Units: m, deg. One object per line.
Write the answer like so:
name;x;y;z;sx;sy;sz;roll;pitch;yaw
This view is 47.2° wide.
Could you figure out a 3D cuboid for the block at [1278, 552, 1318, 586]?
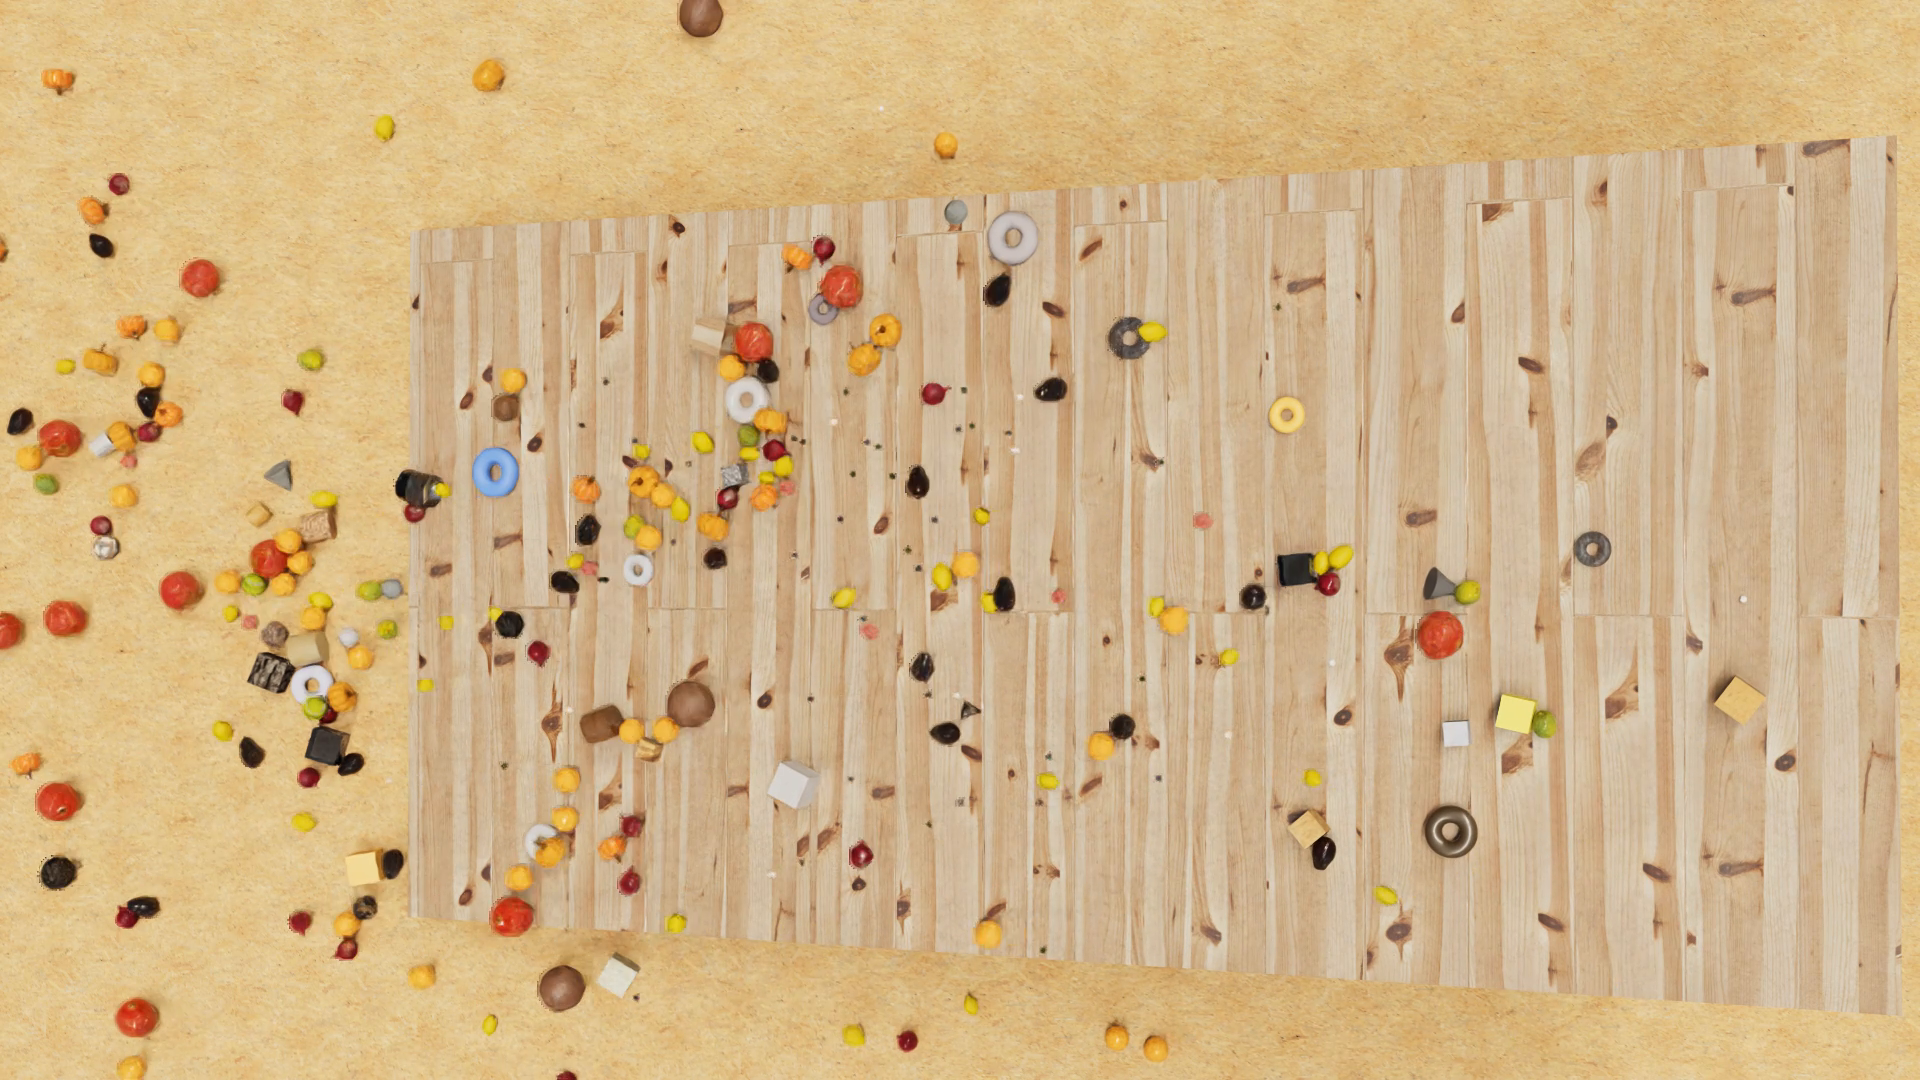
block;0.836;0.073;5.447;0.077;0.077;0.077;-7;87;21

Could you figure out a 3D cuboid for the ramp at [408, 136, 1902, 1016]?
ramp;0.282;0.088;5.751;4.000;0.100;2.000;0;89;21

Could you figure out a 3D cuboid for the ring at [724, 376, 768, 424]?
ring;-0.583;-0.382;6.008;0.131;0.044;0.131;0;89;22

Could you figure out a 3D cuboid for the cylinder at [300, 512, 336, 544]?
cylinder;-1.886;-0.037;6.467;0.082;0.082;0.082;-9;89;0

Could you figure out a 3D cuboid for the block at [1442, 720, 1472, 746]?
block;1.202;0.467;5.313;0.058;0.058;0.058;-5;87;21

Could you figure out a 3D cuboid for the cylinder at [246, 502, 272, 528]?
cylinder;-2.066;-0.074;6.481;0.055;0.055;0.055;-42;89;0

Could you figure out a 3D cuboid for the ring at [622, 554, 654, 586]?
ring;-0.896;0.084;6.127;0.094;0.031;0.094;0;90;20

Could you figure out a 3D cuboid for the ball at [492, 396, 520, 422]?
ball;-1.293;-0.374;6.259;0.075;0.075;0.075;0;89;0

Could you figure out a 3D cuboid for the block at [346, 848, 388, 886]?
block;-1.742;0.960;6.451;0.087;0.087;0.087;-9;89;0

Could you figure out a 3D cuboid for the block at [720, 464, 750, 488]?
block;-0.613;-0.176;6.011;0.054;0.054;0.054;-14;84;20

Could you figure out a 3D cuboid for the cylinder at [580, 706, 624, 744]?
cylinder;-0.997;0.516;6.129;0.088;0.088;0.088;-20;89;19

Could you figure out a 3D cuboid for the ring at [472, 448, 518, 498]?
ring;-1.328;-0.193;6.286;0.145;0.048;0.145;0;90;20

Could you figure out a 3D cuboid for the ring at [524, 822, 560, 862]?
ring;-1.181;0.856;6.221;0.111;0.037;0.111;0;91;18

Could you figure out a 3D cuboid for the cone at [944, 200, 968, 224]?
cone;-0.022;-0.868;5.789;0.067;0.067;0.067;0;89;21

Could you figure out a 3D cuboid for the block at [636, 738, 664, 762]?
block;-0.860;0.583;6.096;0.051;0.051;0.051;19;96;20

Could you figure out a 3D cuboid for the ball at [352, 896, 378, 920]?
ball;-1.738;1.075;6.424;0.070;0.070;0.070;0;89;0

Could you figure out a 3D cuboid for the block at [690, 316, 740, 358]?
block;-0.669;-0.555;6.017;0.091;0.091;0.091;15;95;20

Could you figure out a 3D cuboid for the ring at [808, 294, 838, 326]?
ring;-0.369;-0.623;5.938;0.086;0.029;0.086;0;89;20

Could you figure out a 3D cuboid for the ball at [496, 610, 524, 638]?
ball;-1.279;0.240;6.243;0.077;0.077;0.077;0;89;0

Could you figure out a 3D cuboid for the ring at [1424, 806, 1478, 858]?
ring;1.189;0.706;5.323;0.129;0.043;0.129;0;89;22

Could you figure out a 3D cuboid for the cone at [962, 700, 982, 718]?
cone;0.034;0.447;5.774;0.053;0.053;0.053;7;89;-6

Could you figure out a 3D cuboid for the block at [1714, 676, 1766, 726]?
block;1.801;0.369;5.075;0.080;0.080;0.080;38;102;17

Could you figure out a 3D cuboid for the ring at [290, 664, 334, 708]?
ring;-1.908;0.430;6.481;0.128;0.043;0.128;0;88;0

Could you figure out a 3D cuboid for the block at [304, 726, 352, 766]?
block;-1.855;0.604;6.454;0.090;0.090;0.090;17;89;0

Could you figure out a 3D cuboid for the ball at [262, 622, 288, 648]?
ball;-2.014;0.278;6.465;0.077;0.077;0.077;0;89;0

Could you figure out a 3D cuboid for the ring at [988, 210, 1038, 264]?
ring;0.139;-0.789;5.738;0.141;0.047;0.141;0;90;20

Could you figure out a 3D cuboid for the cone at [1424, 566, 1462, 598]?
cone;1.181;0.115;5.337;0.083;0.083;0.083;18;89;4

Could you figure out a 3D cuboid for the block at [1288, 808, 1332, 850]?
block;0.863;0.713;5.433;0.068;0.068;0.068;-43;76;15

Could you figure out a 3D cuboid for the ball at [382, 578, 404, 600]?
ball;-1.651;0.142;6.397;0.061;0.061;0.061;0;89;0

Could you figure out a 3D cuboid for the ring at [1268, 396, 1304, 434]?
ring;0.815;-0.312;5.484;0.092;0.031;0.092;0;91;21

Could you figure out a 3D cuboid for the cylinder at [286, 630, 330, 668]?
cylinder;-1.914;0.319;6.452;0.093;0.093;0.093;-13;89;6

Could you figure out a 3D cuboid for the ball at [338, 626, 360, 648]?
ball;-1.800;0.286;6.474;0.060;0.060;0.060;0;89;0

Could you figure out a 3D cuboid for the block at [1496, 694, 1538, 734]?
block;1.331;0.414;5.255;0.077;0.077;0.077;13;94;20

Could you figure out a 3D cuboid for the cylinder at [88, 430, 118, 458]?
cylinder;-2.525;-0.282;6.481;0.060;0.060;0.060;-36;89;0

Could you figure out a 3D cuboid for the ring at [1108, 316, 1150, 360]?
ring;0.433;-0.516;5.628;0.112;0.037;0.112;0;90;20

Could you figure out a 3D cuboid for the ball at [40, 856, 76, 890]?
ball;-2.644;0.977;6.446;0.096;0.096;0.096;0;89;0

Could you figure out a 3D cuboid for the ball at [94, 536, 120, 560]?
ball;-2.511;0.023;6.471;0.073;0.073;0.073;0;89;0

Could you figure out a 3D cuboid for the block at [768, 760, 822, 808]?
block;-0.444;0.657;5.916;0.092;0.092;0.092;26;98;19

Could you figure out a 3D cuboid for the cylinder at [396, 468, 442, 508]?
cylinder;-1.561;-0.149;6.347;0.096;0.096;0.096;14;89;20

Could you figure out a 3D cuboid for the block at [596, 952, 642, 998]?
block;-1.000;1.275;6.447;0.088;0.088;0.088;32;89;0

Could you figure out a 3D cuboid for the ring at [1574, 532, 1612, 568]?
ring;1.503;0.022;5.221;0.087;0.029;0.087;0;91;21

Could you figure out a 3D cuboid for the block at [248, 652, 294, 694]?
block;-2.020;0.389;6.456;0.092;0.092;0.092;21;89;0
